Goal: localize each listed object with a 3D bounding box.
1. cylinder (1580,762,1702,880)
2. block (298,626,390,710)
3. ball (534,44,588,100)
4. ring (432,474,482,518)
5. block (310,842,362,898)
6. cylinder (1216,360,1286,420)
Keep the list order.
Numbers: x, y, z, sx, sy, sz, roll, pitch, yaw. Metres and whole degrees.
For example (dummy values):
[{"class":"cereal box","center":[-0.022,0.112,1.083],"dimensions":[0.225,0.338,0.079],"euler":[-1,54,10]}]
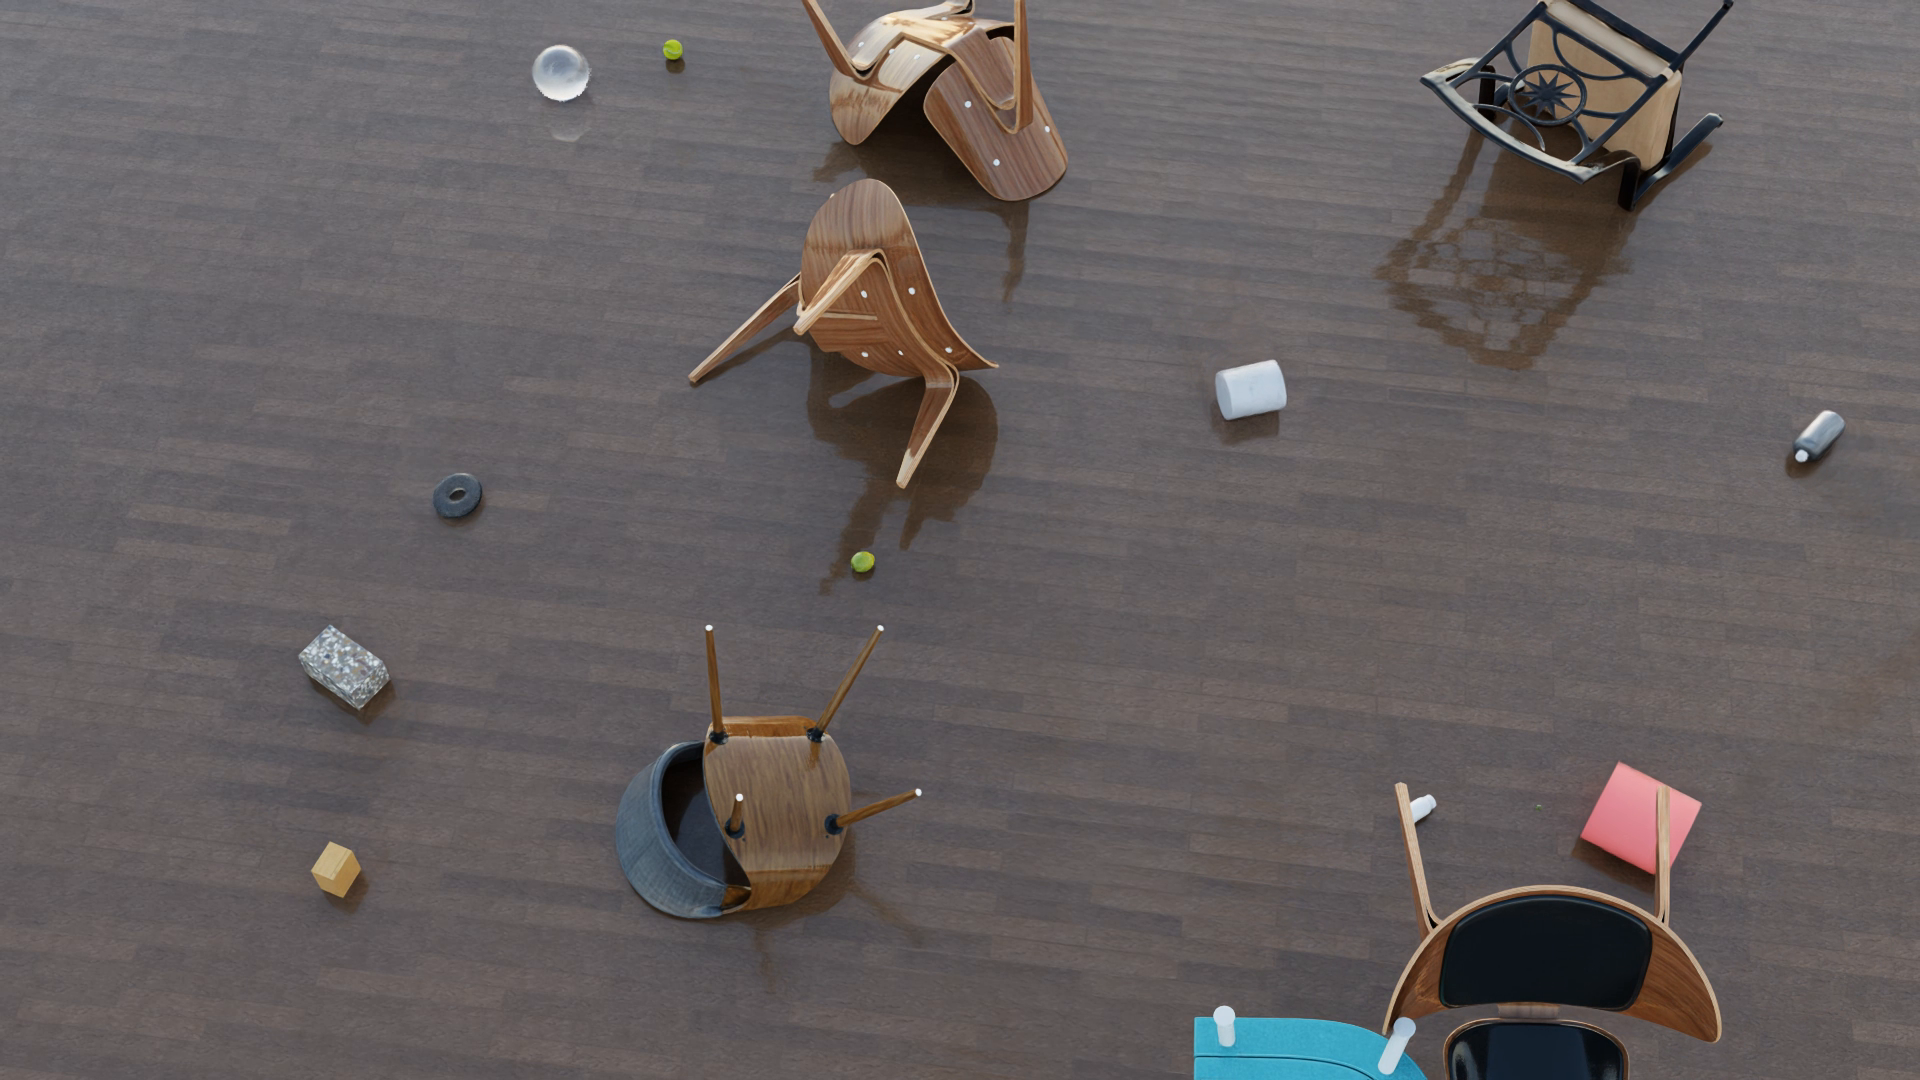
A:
[{"class":"cylinder","center":[1.852,0.762,5.984],"dimensions":[0.241,0.129,0.252],"euler":[27,65,17]},{"class":"block","center":[-1.755,0.364,6.271],"dimensions":[0.209,0.099,0.127],"euler":[31,61,19]},{"class":"ball","center":[-1.367,-1.600,7.535],"dimensions":[0.188,0.188,0.188],"euler":[0,56,0]},{"class":"ring","center":[-1.516,-0.134,6.635],"dimensions":[0.144,0.049,0.159],"euler":[21,60,14]},{"class":"block","center":[-1.677,0.887,5.912],"dimensions":[0.069,0.111,0.094],"euler":[19,58,13]},{"class":"cylinder","center":[0.898,-0.464,6.795],"dimensions":[0.175,0.150,0.155],"euler":[-12,68,-8]}]
